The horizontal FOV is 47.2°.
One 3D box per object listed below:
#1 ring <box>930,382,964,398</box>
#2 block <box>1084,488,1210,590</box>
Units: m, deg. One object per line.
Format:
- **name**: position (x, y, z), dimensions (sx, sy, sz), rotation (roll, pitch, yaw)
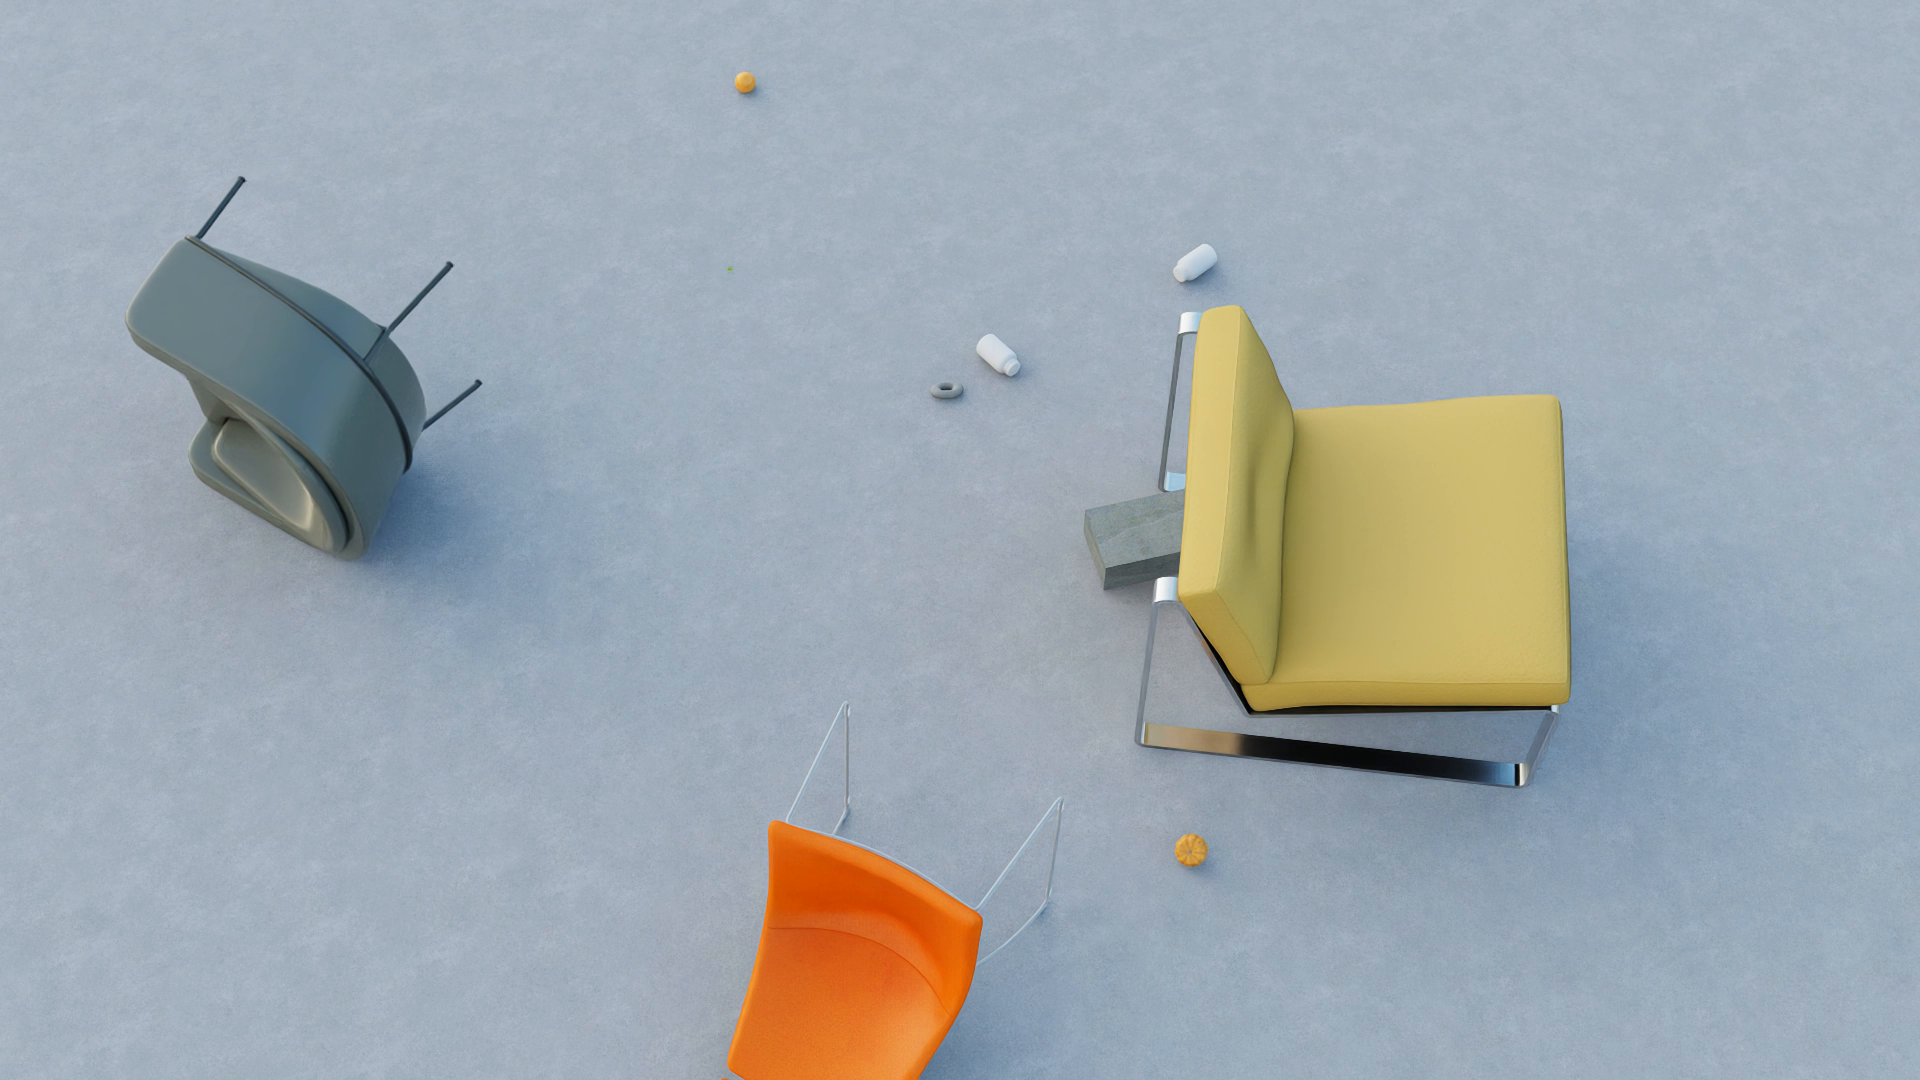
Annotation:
- **ring**: position (-0.041, -0.468, 6.868), dimensions (0.107, 0.034, 0.057), rotation (-6, 55, -5)
- **block**: position (0.549, -0.003, 6.503), dimensions (0.315, 0.121, 0.212), rotation (-12, 57, -8)
